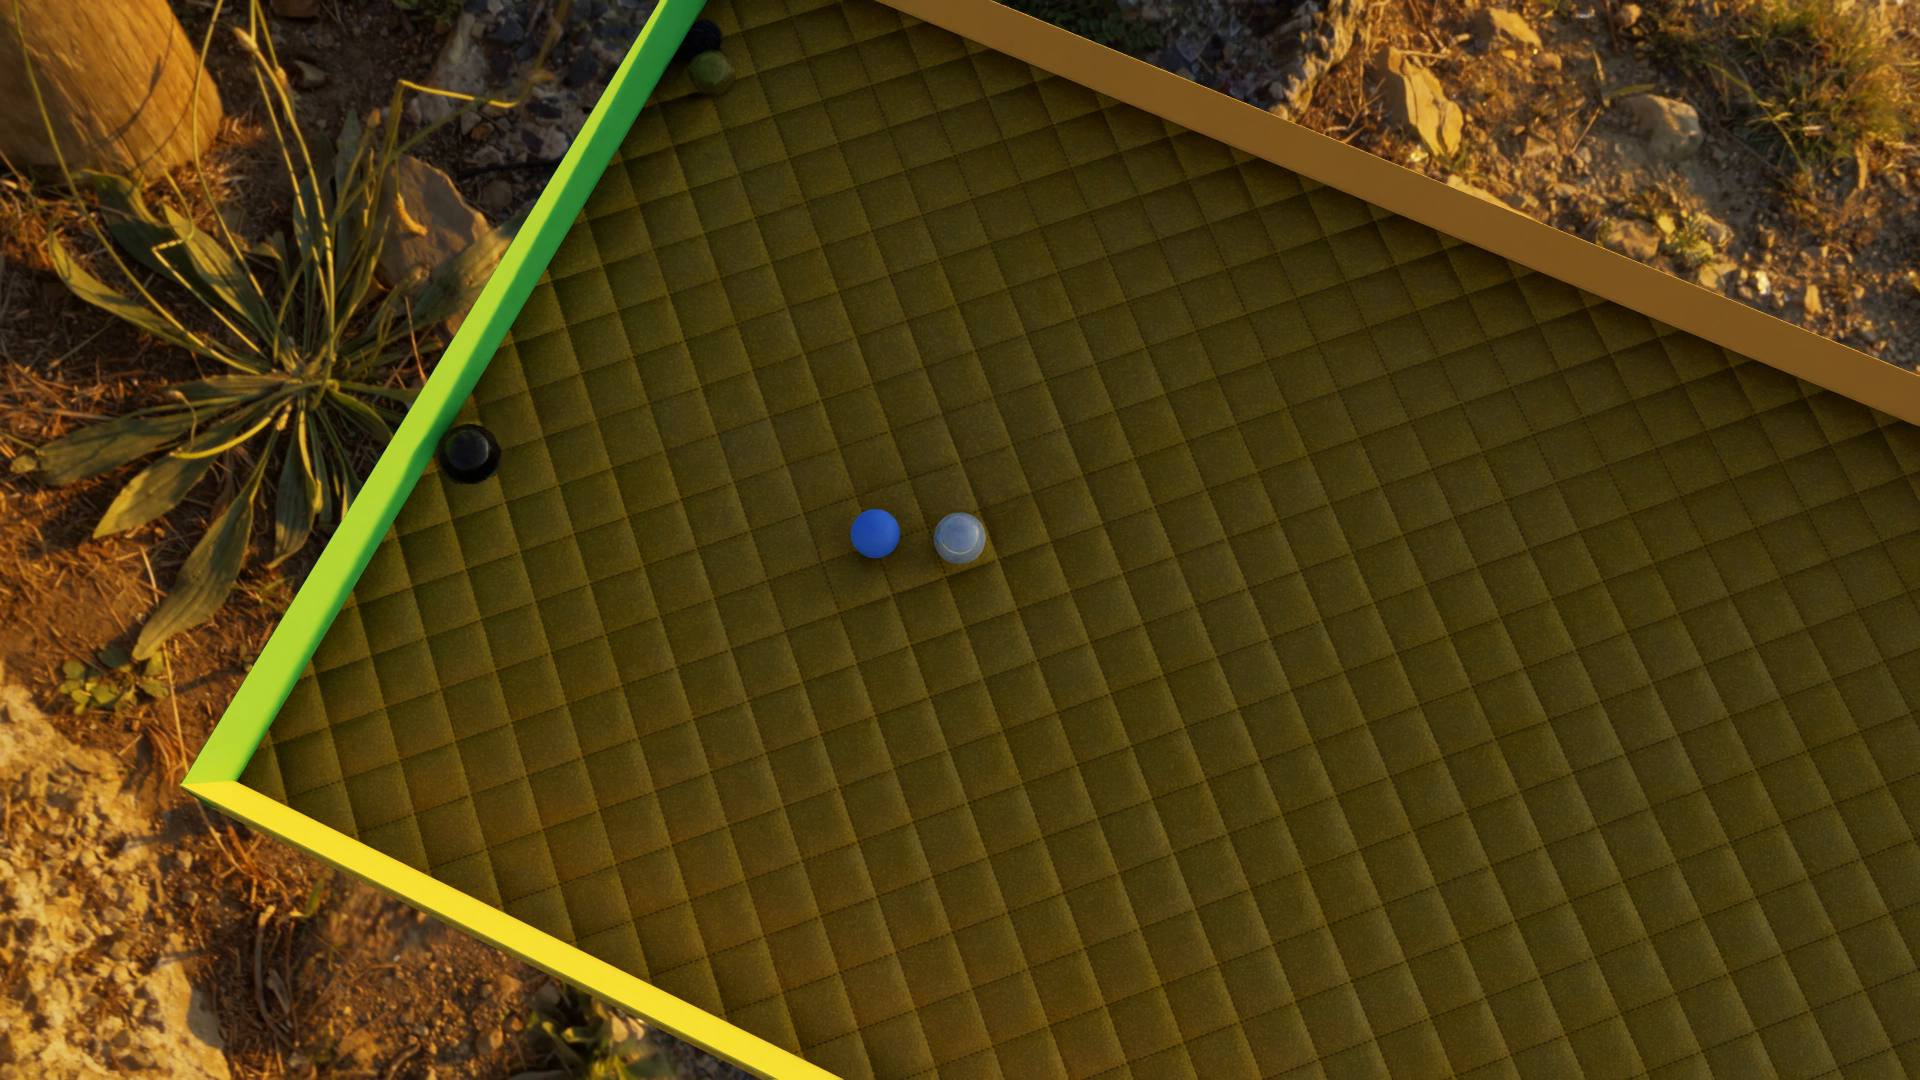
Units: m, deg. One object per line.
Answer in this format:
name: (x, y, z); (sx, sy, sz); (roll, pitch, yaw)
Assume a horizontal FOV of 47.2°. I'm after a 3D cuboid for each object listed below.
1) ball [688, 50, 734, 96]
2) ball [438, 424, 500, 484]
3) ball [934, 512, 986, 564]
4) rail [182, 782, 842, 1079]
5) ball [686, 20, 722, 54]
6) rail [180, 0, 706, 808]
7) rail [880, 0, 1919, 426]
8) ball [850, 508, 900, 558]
ball: (-0.422, -0.793, 3.733); (0.077, 0.077, 0.077); (0, 70, 0)
ball: (-0.776, -0.136, 3.482); (0.096, 0.096, 0.096); (0, 70, 0)
ball: (-0.001, -0.003, 3.440); (0.082, 0.082, 0.082); (0, 70, 0)
rail: (0.411, 1.049, 3.030); (3.418, 0.124, 0.045); (24, 72, 9)
ball: (-0.440, -0.858, 3.765); (0.062, 0.062, 0.062); (0, 70, 0)
rail: (-0.750, -0.343, 3.541); (0.045, 0.124, 1.730); (24, 72, 9)
rail: (1.133, -0.377, 3.554); (3.418, 0.124, 0.045); (24, 72, 9)
ball: (-0.133, -0.010, 3.445); (0.078, 0.078, 0.078); (0, 70, 0)
